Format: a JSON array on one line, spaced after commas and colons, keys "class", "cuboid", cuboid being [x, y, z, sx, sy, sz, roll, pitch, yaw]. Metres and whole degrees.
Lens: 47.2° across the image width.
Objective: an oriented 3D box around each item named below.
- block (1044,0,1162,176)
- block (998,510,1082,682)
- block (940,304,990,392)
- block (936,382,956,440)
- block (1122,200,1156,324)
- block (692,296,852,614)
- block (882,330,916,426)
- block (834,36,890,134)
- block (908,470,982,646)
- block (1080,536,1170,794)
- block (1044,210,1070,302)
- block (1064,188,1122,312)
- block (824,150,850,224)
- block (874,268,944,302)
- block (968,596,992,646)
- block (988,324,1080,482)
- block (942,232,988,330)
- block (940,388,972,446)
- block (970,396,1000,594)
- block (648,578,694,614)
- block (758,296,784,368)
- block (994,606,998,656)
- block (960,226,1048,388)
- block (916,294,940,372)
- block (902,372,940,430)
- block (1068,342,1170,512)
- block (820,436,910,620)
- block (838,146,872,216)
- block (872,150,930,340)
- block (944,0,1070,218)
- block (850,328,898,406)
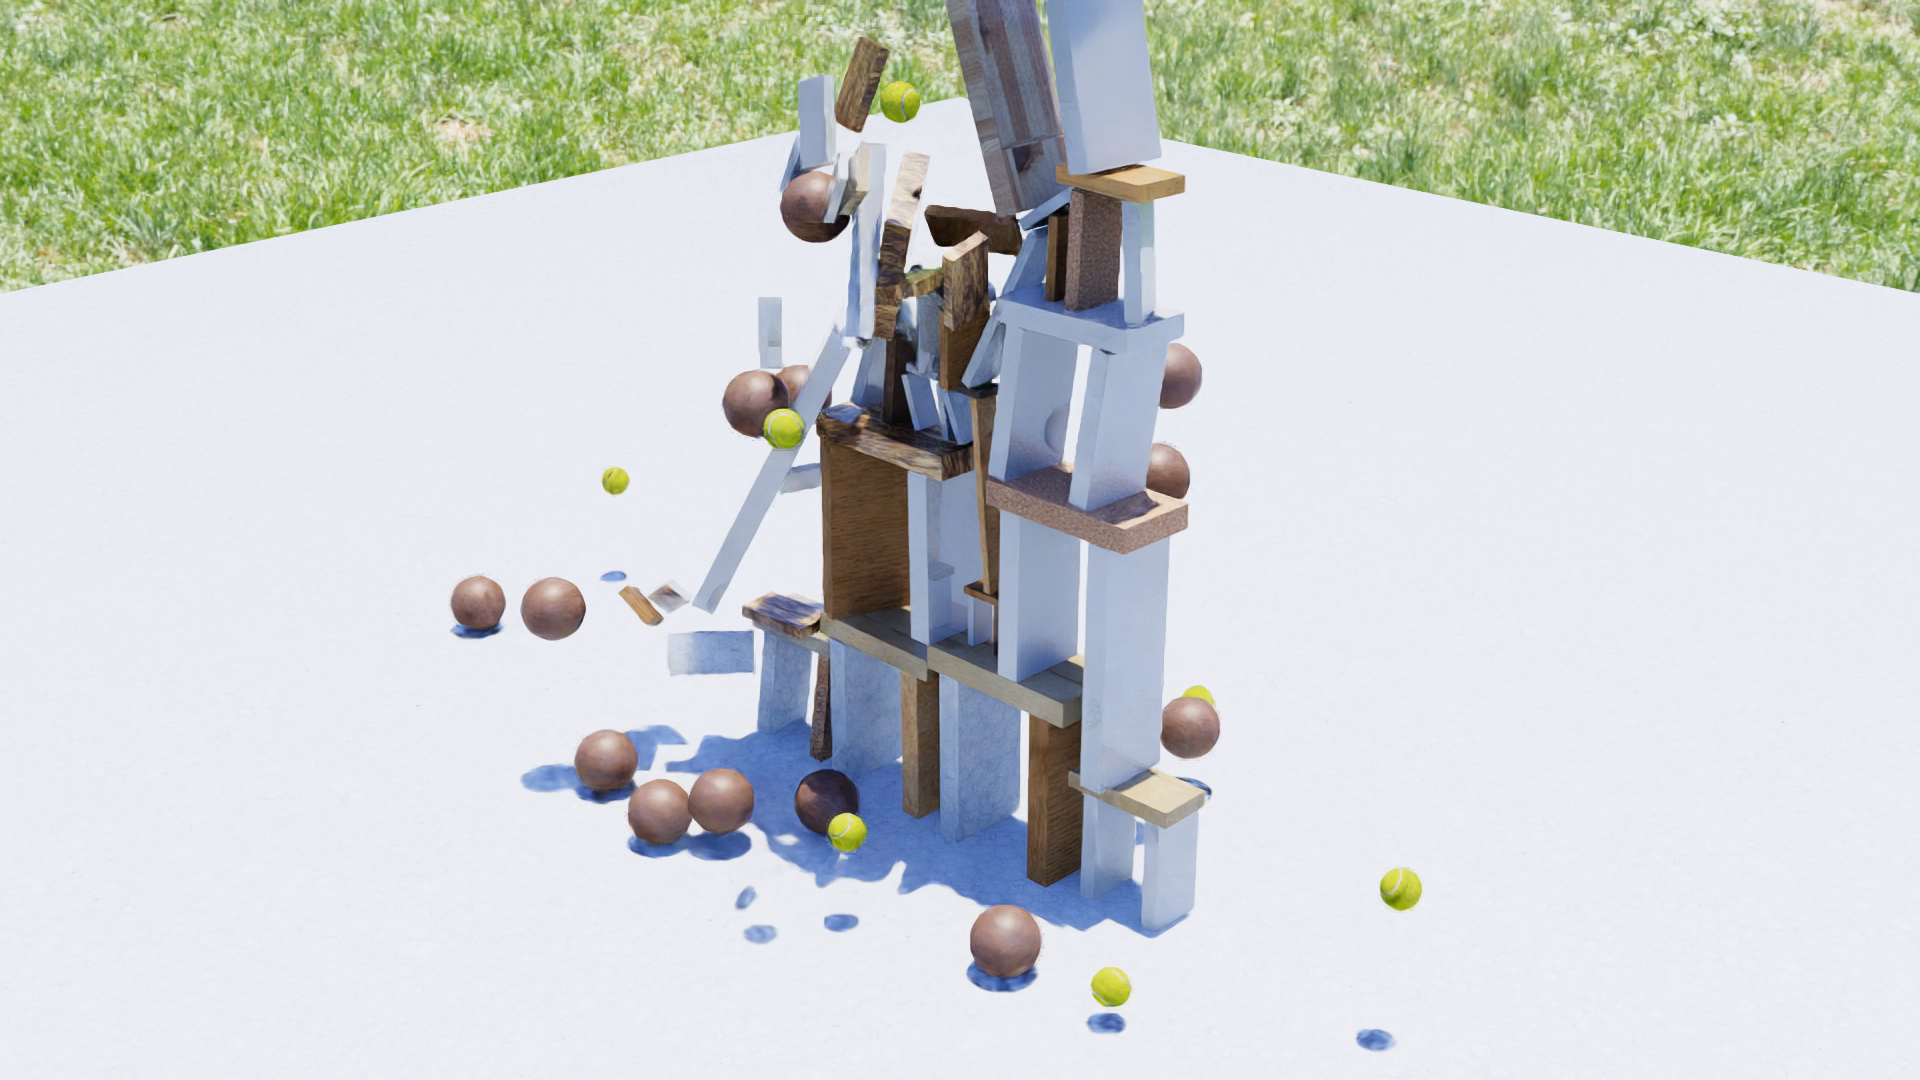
[{"class": "block", "cuboid": [0.235, -0.783, 3.626, 0.167, 0.334, 0.047, -18, 16, -35]}, {"class": "block", "cuboid": [0.149, 0.080, 4.097, 0.048, 0.339, 0.170, 22, 31, 40]}, {"class": "block", "cuboid": [0.008, -0.363, 4.005, 0.093, 0.185, 0.026, -27, 54, -22]}, {"class": "block", "cuboid": [-0.014, -0.249, 4.147, 0.055, 0.110, 0.016, -21, 20, -40]}, {"class": "block", "cuboid": [0.299, -0.475, 3.668, 0.029, 0.208, 0.104, 4, 23, 17]}, {"class": "block", "cuboid": [-0.359, -0.164, 4.348, 0.048, 0.724, 0.171, 25, 34, -8]}, {"class": "block", "cuboid": [-0.101, -0.317, 4.210, 0.092, 0.184, 0.026, -18, 34, -38]}, {"class": "block", "cuboid": [-0.175, -0.797, 3.850, 0.022, 0.152, 0.076, 8, 22, -37]}, {"class": "block", "cuboid": [-0.017, 0.012, 4.248, 0.174, 0.348, 0.049, -21, 30, -40]}, {"class": "block", "cuboid": [0.298, 0.211, 3.972, 0.048, 0.483, 0.170, 21, 31, 40]}, {"class": "block", "cuboid": [0.184, -0.494, 3.804, 0.022, 0.152, 0.076, 24, 33, 39]}, {"class": "block", "cuboid": [0.229, -0.501, 3.745, 0.104, 0.208, 0.029, -22, 34, -40]}, {"class": "block", "cuboid": [-0.214, -0.613, 3.819, 0.017, 0.121, 0.061, 8, 57, -12]}, {"class": "block", "cuboid": [-0.080, -0.451, 3.873, 0.084, 0.024, 0.168, -5, 15, 22]}, {"class": "block", "cuboid": [0.039, 0.148, 4.239, 0.015, 0.105, 0.053, 21, 31, 40]}, {"class": "block", "cuboid": [0.136, -0.263, 3.959, 0.151, 0.301, 0.043, -20, 39, -39]}, {"class": "block", "cuboid": [0.010, -0.448, 3.807, 0.084, 0.168, 0.024, -36, 60, -25]}, {"class": "block", "cuboid": [0.004, -0.237, 4.126, 0.055, 0.110, 0.016, -23, 9, -43]}, {"class": "block", "cuboid": [0.056, -0.088, 4.124, 0.016, 0.387, 0.055, 15, 27, 42]}, {"class": "block", "cuboid": [-0.613, 0.119, 4.647, 0.017, 0.061, 0.122, -57, 16, -28]}, {"class": "block", "cuboid": [-0.323, -0.354, 3.755, 0.017, 0.121, 0.061, 1, 4, 19]}, {"class": "block", "cuboid": [0.089, 0.167, 4.193, 0.015, 0.105, 0.053, 21, 31, 40]}, {"class": "block", "cuboid": [0.094, -0.417, 3.936, 0.076, 0.361, 0.022, -22, 60, -40]}, {"class": "block", "cuboid": [-0.035, -0.405, 4.095, 0.093, 0.185, 0.026, -6, 30, -13]}, {"class": "block", "cuboid": [-0.075, -0.269, 4.196, 0.055, 0.110, 0.016, -22, 12, -41]}, {"class": "block", "cuboid": [0.276, -0.208, 3.823, 0.151, 0.301, 0.043, -20, 39, -39]}, {"class": "block", "cuboid": [-0.188, -0.040, 4.422, 0.174, 0.390, 0.049, -10, 26, -23]}, {"class": "block", "cuboid": [-0.181, -0.616, 3.782, 0.022, 0.076, 0.152, 4, -8, -15]}, {"class": "block", "cuboid": [-0.113, -0.535, 4.023, 0.048, 0.341, 0.171, 13, 60, -1]}, {"class": "block", "cuboid": [0.091, -0.768, 3.781, 0.167, 0.398, 0.047, -22, 12, -41]}, {"class": "block", "cuboid": [-0.157, -0.354, 4.279, 0.026, 0.184, 0.092, 26, 21, 27]}]
